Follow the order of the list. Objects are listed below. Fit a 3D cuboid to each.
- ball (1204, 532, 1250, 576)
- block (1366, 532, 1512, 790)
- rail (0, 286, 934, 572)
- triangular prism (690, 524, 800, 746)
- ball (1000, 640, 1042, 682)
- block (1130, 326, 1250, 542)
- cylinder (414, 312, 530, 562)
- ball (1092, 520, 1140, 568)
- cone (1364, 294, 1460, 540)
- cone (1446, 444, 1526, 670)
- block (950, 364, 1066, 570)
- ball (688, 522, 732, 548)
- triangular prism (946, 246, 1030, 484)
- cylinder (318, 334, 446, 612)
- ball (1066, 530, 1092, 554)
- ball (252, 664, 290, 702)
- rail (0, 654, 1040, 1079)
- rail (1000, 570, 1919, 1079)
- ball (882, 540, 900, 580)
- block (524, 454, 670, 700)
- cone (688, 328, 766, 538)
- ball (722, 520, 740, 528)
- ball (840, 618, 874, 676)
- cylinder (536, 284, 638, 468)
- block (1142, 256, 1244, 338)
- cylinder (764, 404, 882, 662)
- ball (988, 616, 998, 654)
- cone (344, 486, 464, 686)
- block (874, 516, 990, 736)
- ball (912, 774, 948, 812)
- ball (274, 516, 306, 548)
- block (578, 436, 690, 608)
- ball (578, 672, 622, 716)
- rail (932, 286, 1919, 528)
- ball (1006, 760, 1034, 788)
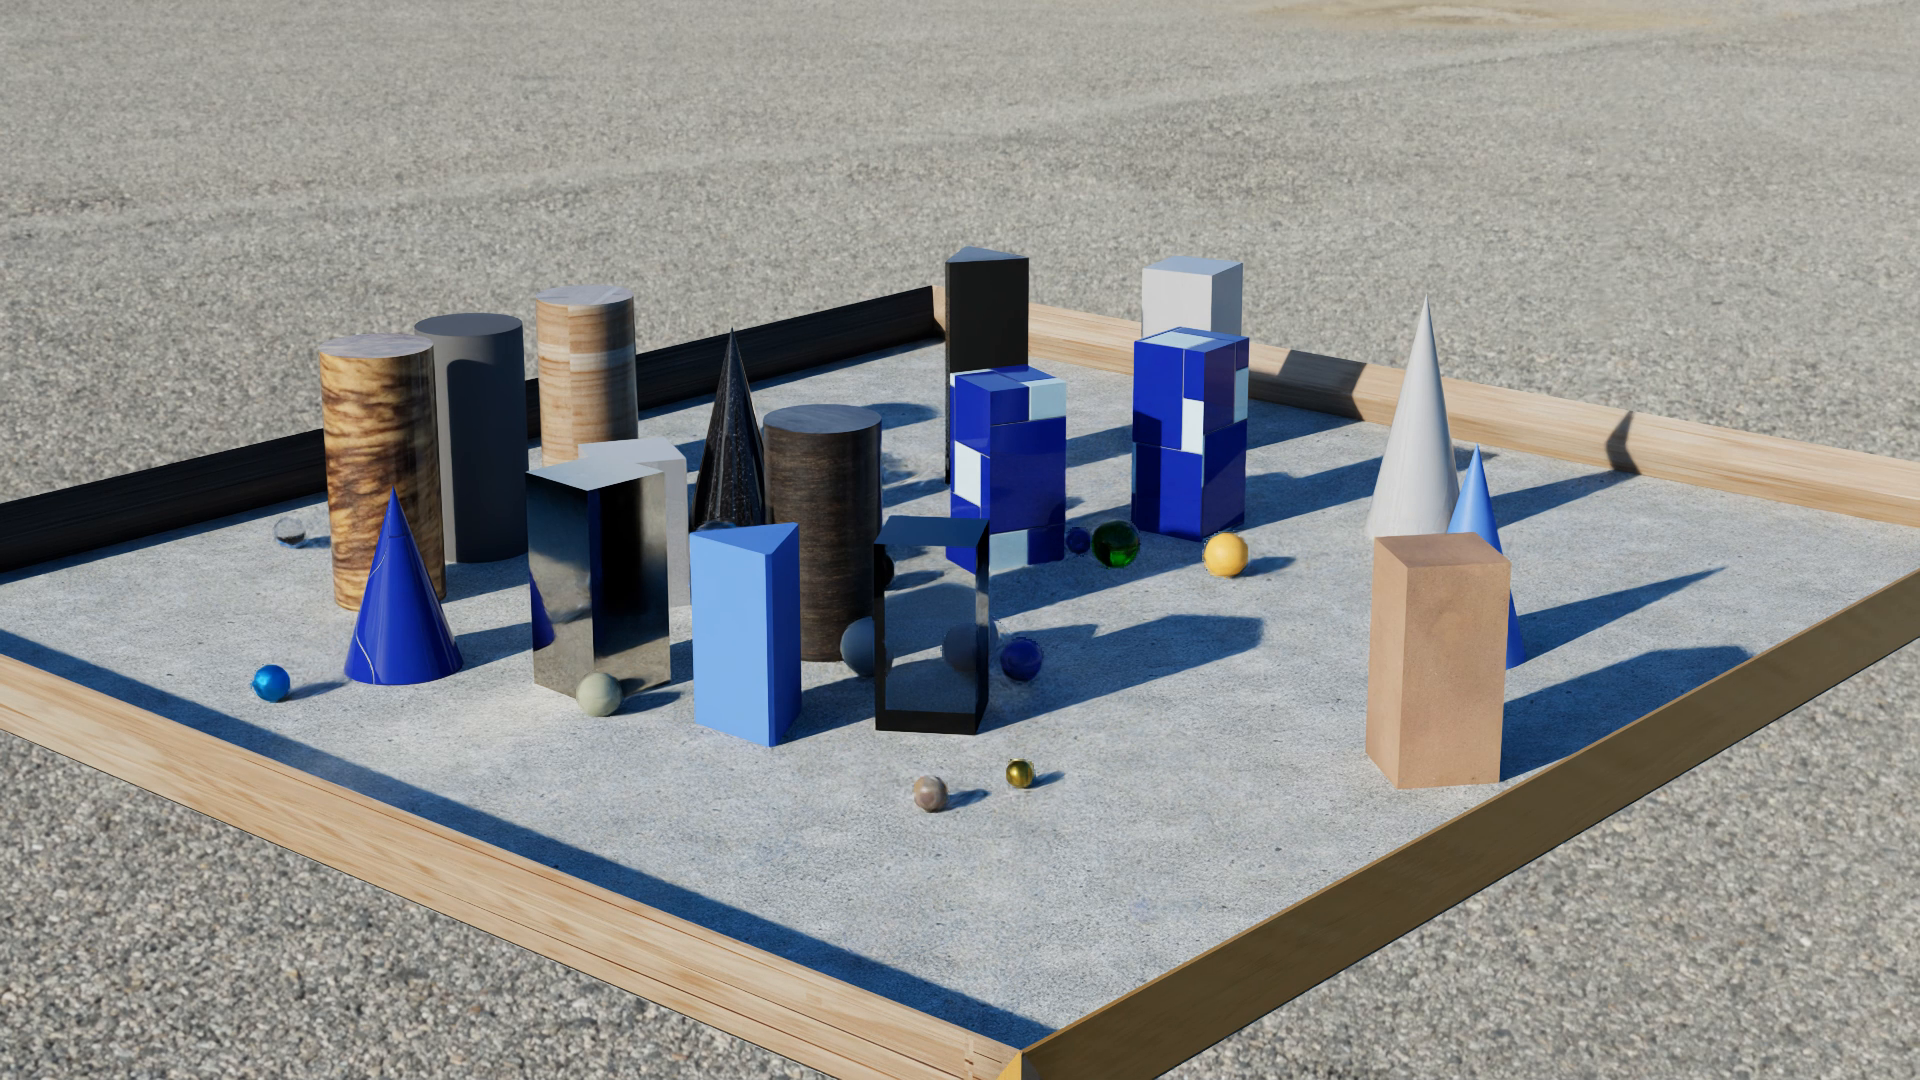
[{"bbox_3d":[0.475,0.026,5.221,0.079,0.079,0.079,0,17,0],"label":"ball"},{"bbox_3d":[0.696,0.175,4.283,0.154,0.336,0.154,-3,17,-10],"label":"block"},{"bbox_3d":[-1.019,-0.224,5.967,0.045,0.125,2.961,14,22,39],"label":"rail"},{"bbox_3d":[-0.298,0.135,4.472,0.167,0.304,0.145,14,22,39],"label":"triangular prism"},{"bbox_3d":[0.098,0.193,4.689,0.067,0.067,0.067,0,17,0],"label":"ball"},{"bbox_3d":[0.429,-0.199,5.480,0.154,0.361,0.154,12,21,35],"label":"block"},{"bbox_3d":[-0.885,-0.187,5.338,0.193,0.420,0.193,0,17,0],"label":"cylinder"},{"bbox_3d":[0.280,0.006,5.273,0.087,0.087,0.087,0,17,0],"label":"ball"},{"bbox_3d":[0.852,-0.232,5.419,0.193,0.460,0.193,0,17,0],"label":"cone"},{"bbox_3d":[0.833,0.014,4.774,0.193,0.360,0.193,0,17,0],"label":"cone"},{"bbox_3d":[0.086,-0.133,5.311,0.154,0.331,0.154,-9,19,-26],"label":"block"},{"bbox_3d":[-0.435,0.015,5.228,0.096,0.096,0.096,0,17,0],"label":"ball"},{"bbox_3d":[0.035,-0.351,5.836,0.167,0.446,0.145,-5,17,-15],"label":"triangular prism"},{"bbox_3d":[-0.994,-0.116,5.053,0.193,0.448,0.193,0,17,0],"label":"cylinder"},{"bbox_3d":[0.215,0.003,5.304,0.046,0.046,0.046,0,17,0],"label":"ball"},{"bbox_3d":[-1.081,0.224,4.602,0.057,0.057,0.057,0,17,0],"label":"ball"},{"bbox_3d":[-0.955,0.349,4.067,2.746,0.125,0.045,14,22,39],"label":"rail"},{"bbox_3d":[1.019,0.287,4.273,0.045,0.125,2.961,14,22,39],"label":"rail"},{"bbox_3d":[-0.143,0.035,5.203,0.072,0.072,0.072,0,17,0],"label":"ball"},{"bbox_3d":[-0.571,0.061,4.636,0.154,0.350,0.154,16,23,42],"label":"block"},{"bbox_3d":[-0.418,-0.205,5.436,0.193,0.397,0.193,0,17,0],"label":"cone"},{"bbox_3d":[-0.425,-0.009,5.372,0.055,0.055,0.055,0,17,0],"label":"ball"},{"bbox_3d":[-0.145,0.172,4.711,0.095,0.095,0.095,0,17,0],"label":"ball"},{"bbox_3d":[-0.736,-0.302,5.801,0.193,0.372,0.193,0,17,0],"label":"cylinder"},{"bbox_3d":[0.475,-0.377,6.029,0.154,0.383,0.154,9,19,28],"label":"block"},{"bbox_3d":[-0.224,-0.013,4.819,0.193,0.386,0.193,0,17,0],"label":"cylinder"},{"bbox_3d":[0.021,0.155,4.790,0.081,0.081,0.081,0,17,0],"label":"ball"},{"bbox_3d":[-0.905,0.058,4.724,0.193,0.305,0.193,0,17,0],"label":"cone"},{"bbox_3d":[-0.042,0.129,4.499,0.154,0.298,0.154,2,17,8],"label":"block"},{"bbox_3d":[-0.042,0.359,4.165,0.051,0.051,0.051,0,17,0],"label":"ball"},{"bbox_3d":[-1.232,-0.013,5.388,0.058,0.058,0.058,0,17,0],"label":"ball"},{"bbox_3d":[-0.564,-0.027,5.077,0.154,0.263,0.154,-6,18,-19],"label":"block"},{"bbox_3d":[-0.557,0.238,4.538,0.068,0.068,0.068,0,17,0],"label":"ball"},{"bbox_3d":[0.955,-0.286,6.173,2.746,0.125,0.045,14,22,39],"label":"rail"},{"bbox_3d":[0.086,0.339,4.249,0.041,0.041,0.041,0,17,0],"label":"ball"}]
